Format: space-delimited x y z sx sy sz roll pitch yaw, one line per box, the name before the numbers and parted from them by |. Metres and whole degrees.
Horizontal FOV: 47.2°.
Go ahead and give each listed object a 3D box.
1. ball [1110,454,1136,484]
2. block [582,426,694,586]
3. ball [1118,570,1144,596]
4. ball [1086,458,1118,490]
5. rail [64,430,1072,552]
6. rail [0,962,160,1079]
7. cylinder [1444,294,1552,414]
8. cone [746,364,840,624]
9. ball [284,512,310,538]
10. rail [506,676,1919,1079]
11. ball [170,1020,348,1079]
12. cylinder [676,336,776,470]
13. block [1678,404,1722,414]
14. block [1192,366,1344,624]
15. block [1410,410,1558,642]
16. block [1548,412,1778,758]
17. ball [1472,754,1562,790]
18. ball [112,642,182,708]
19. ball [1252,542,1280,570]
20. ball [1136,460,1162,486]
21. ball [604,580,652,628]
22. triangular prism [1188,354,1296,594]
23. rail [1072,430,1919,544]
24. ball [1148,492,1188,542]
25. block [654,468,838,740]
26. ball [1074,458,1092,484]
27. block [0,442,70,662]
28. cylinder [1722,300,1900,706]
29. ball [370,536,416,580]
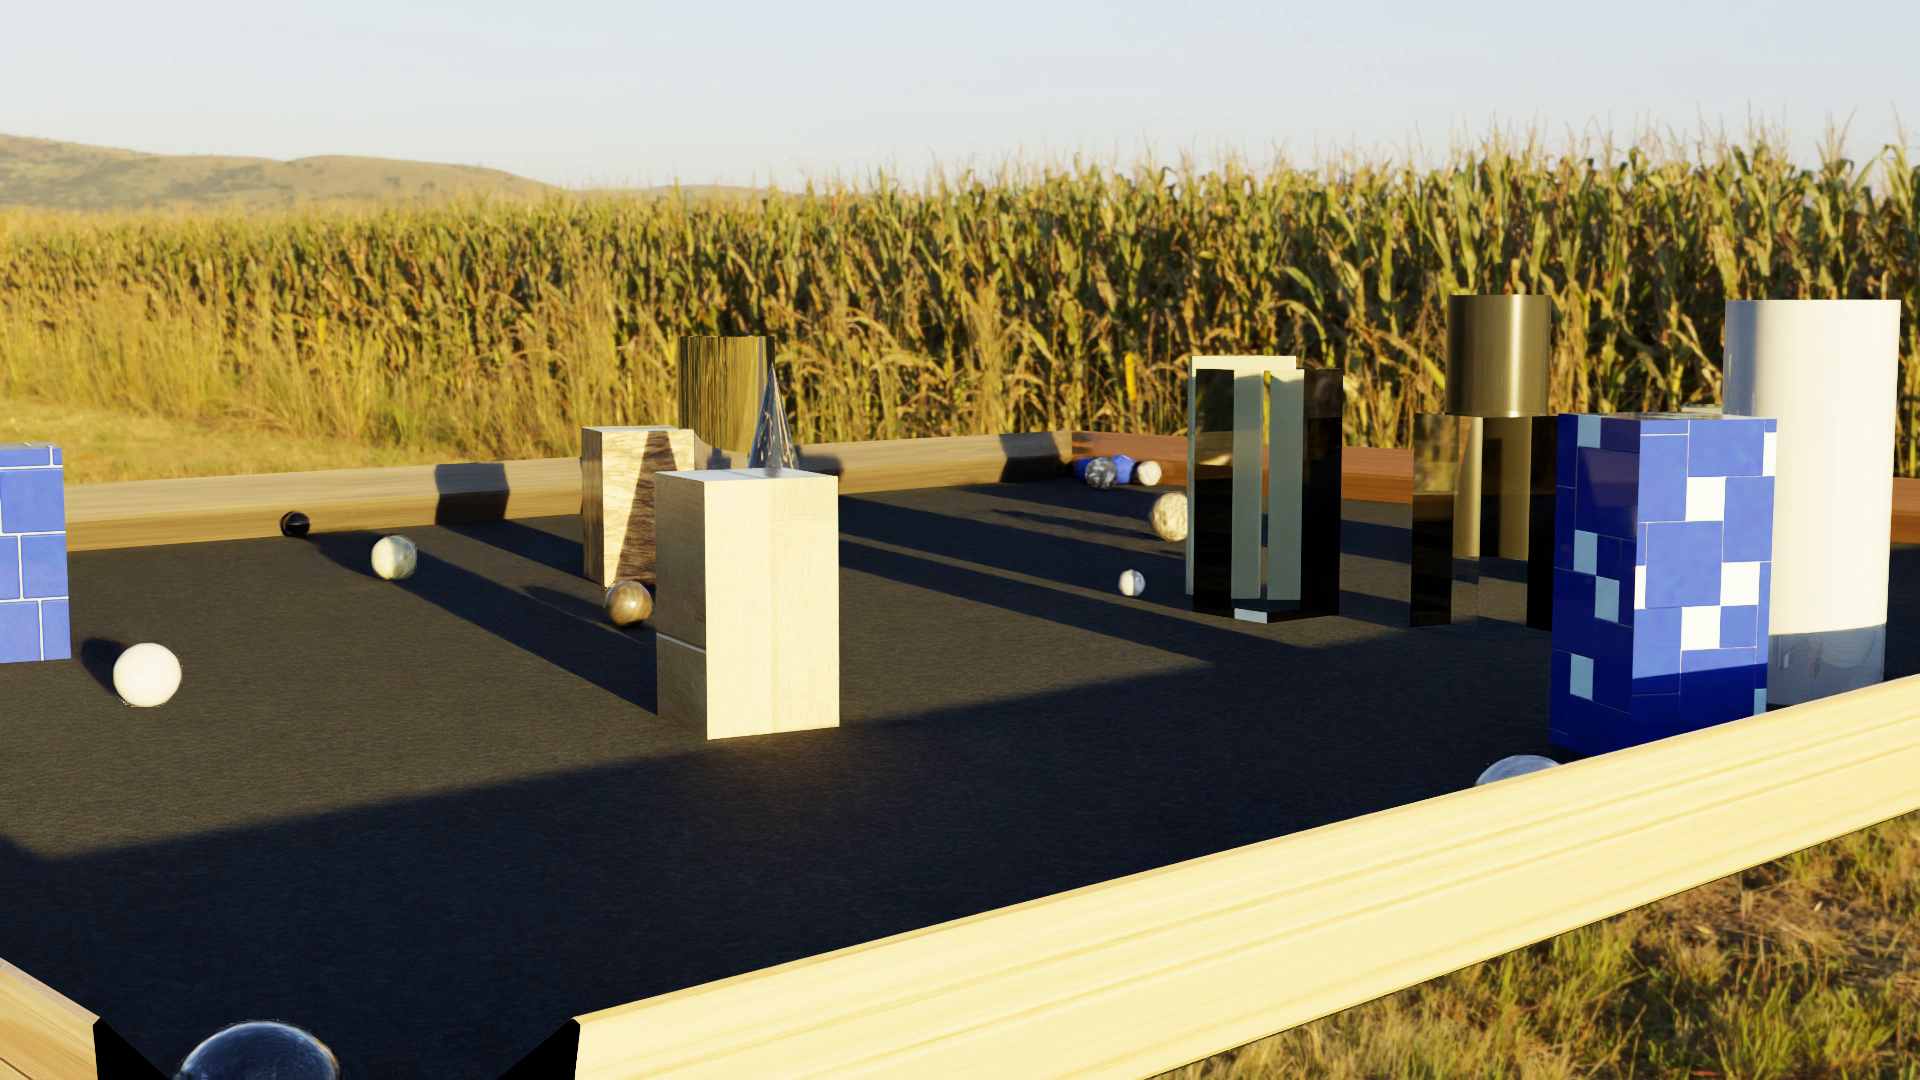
ball | 0.406 -0.178 5.533 0.076 0.076 0.076 0 6 0
block | -0.526 -0.059 3.592 0.149 0.247 0.149 -3 7 -22
ball | 0.264 0.067 3.384 0.041 0.041 0.041 0 6 0
ball | 0.345 -0.162 5.369 0.078 0.078 0.078 0 6 0
rail | -1.071 -0.091 4.486 3.753 0.121 0.045 -6 8 -42
rail | -1.362 0.164 2.083 0.045 0.121 3.205 -6 8 -42
cylinder | 0.983 -0.215 4.036 0.186 0.465 0.186 0 6 0
cone | -0.262 -0.066 3.090 0.186 0.368 0.186 0 6 0
ball | -1.283 -0.030 4.254 0.050 0.050 0.050 0 6 0
rail | 1.071 0.154 2.179 3.753 0.121 0.045 -6 8 -42
ball | -0.348 0.285 1.090 0.091 0.091 0.091 0 6 0
cylinder | -0.444 -0.194 4.196 0.186 0.388 0.186 0 6 0
block | 1.154 -0.052 3.302 0.149 0.296 0.149 2 6 15
block | 0.445 -0.070 3.186 0.149 0.356 0.149 -5 8 -38
block | 0.726 -0.023 3.014 0.149 0.299 0.149 -3 7 -24
block | 0.697 0.045 2.192 0.149 0.337 0.149 -2 6 -15
ball | 0.448 0.216 1.736 0.093 0.093 0.093 0 6 0
ball | -0.907 0.151 2.453 0.072 0.072 0.072 0 6 0
ball | 0.519 0.027 3.736 0.046 0.046 0.046 0 6 0
ball | 0.470 -0.167 5.483 0.063 0.063 0.063 0 6 0
ball | -0.461 0.089 3.056 0.066 0.066 0.066 0 6 0
triangular prism | 0.435 -0.106 3.465 0.161 0.369 0.140 0 6 1
rail | 1.362 -0.101 4.582 0.045 0.121 3.205 -6 8 -42
ball | 0.405 -0.044 4.185 0.092 0.092 0.092 0 6 0
block | -0.230 0.063 2.357 0.149 0.267 0.149 -3 7 -28
ball | 0.320 -0.176 5.566 0.065 0.065 0.065 0 6 0
block | -1.231 0.014 2.812 0.149 0.267 0.149 -3 7 -28
cylinder | 0.969 -0.048 2.526 0.186 0.451 0.186 0 6 0
ball | -0.924 0.030 3.587 0.072 0.072 0.072 0 6 0
